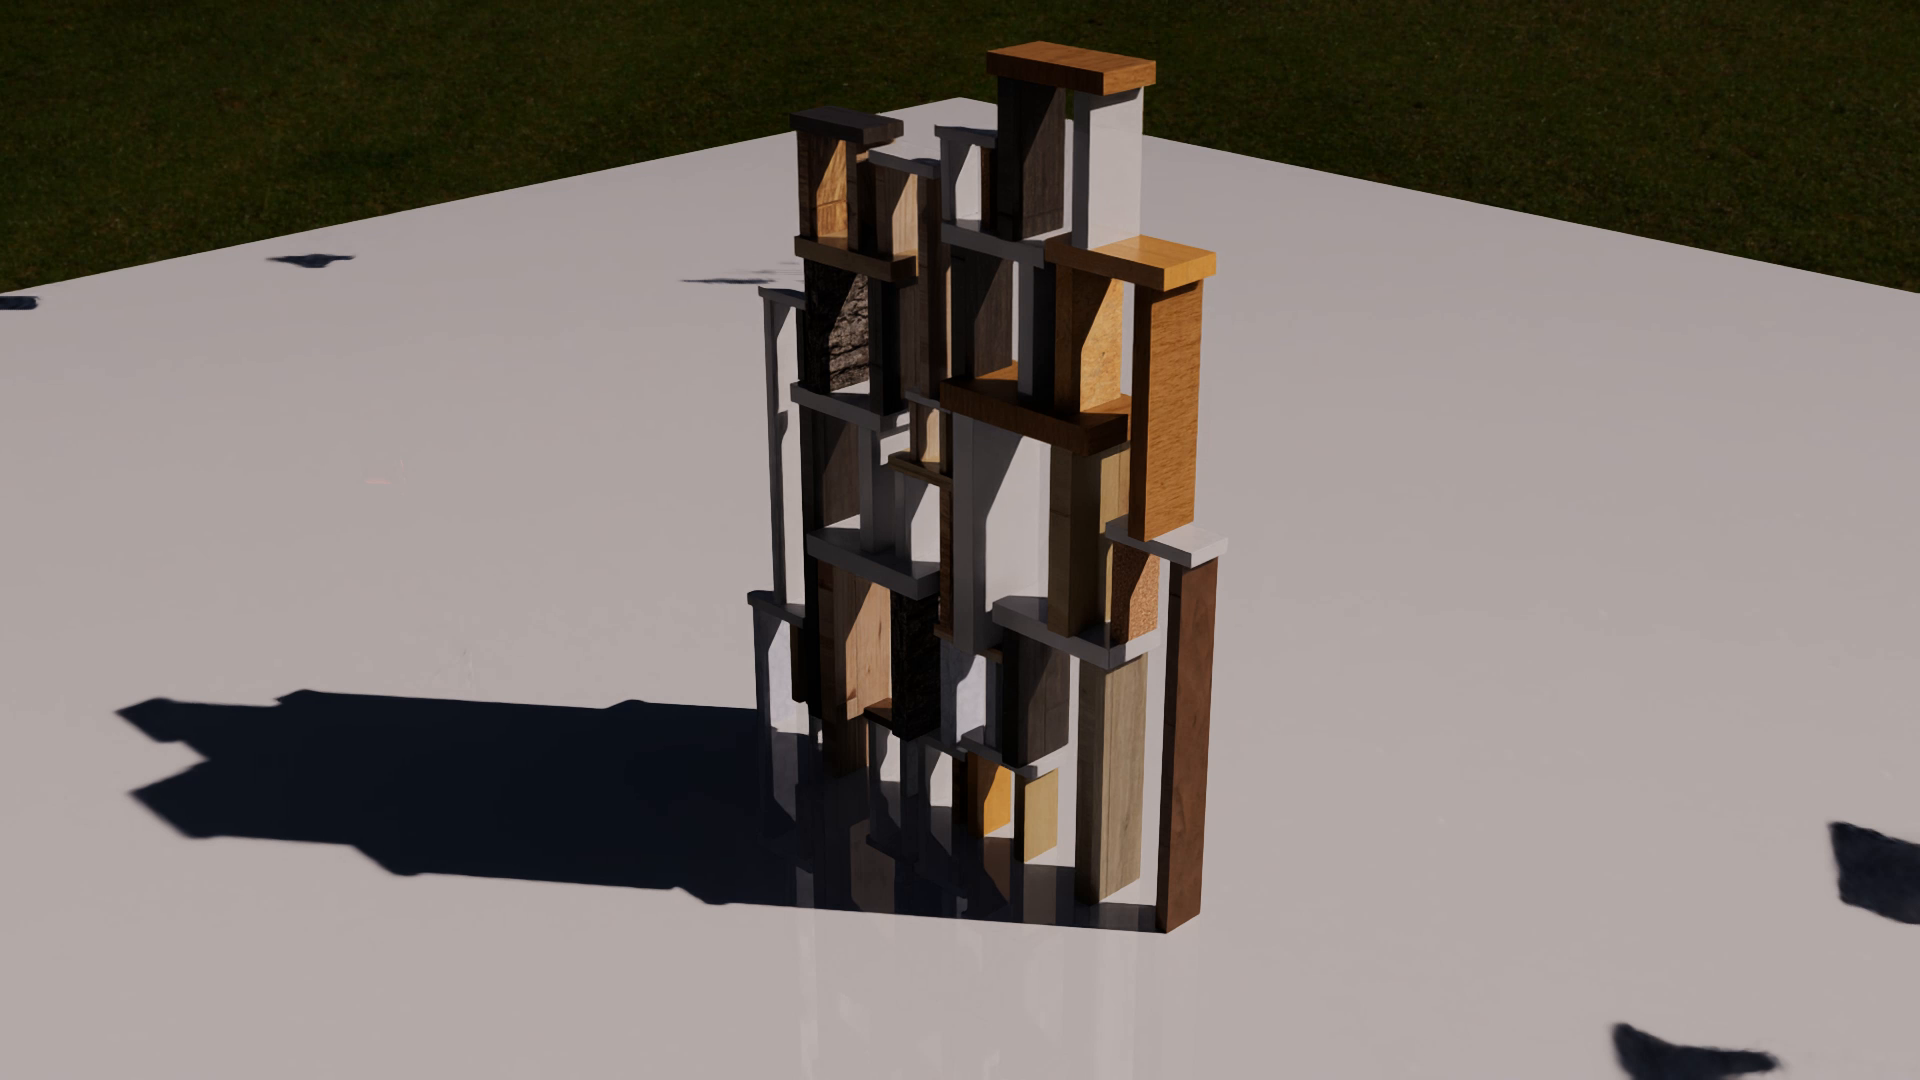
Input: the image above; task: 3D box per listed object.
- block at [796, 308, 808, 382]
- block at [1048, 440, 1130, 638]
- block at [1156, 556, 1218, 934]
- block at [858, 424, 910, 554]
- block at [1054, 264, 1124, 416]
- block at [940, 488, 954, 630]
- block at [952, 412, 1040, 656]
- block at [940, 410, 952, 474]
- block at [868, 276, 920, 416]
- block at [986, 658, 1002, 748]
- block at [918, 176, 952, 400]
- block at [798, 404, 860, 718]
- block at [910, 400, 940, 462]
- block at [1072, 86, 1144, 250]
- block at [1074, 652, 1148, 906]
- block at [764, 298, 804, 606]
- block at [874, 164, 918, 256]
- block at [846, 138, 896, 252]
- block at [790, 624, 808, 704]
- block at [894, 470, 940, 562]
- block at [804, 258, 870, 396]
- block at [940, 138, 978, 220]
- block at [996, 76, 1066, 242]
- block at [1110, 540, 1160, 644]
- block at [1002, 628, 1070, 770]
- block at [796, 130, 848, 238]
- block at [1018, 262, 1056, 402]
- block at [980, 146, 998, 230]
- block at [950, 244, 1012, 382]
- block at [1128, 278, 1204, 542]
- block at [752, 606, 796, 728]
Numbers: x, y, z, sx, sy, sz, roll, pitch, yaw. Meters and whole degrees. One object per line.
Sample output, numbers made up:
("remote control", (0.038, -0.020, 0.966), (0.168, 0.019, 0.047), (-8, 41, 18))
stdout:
("block", (-0.290, -0.397, 4.376), (0.021, 0.148, 0.074), (22, 32, 40))
("block", (0.239, -0.021, 3.953), (0.180, 0.359, 0.051), (-21, 31, -41))
("block", (0.405, 0.367, 3.947), (0.028, 0.741, 0.098), (21, 31, 41))
("block", (-0.138, -0.115, 4.331), (0.037, 0.261, 0.130), (21, 31, 41))
("block", (0.225, -0.363, 3.829), (0.038, 0.266, 0.133), (21, 31, 40))
("block", (0.004, 0.025, 4.230), (0.094, 0.291, 0.027), (-21, 31, -40))
("block", (0.068, -0.032, 4.128), (0.051, 0.475, 0.180), (21, 31, 40))
("block", (-0.011, -0.192, 4.144), (0.061, 0.122, 0.017), (-21, 31, -40))
("block", (-0.112, -0.382, 4.185), (0.038, 0.269, 0.135), (21, 31, 40))
("block", (0.091, 0.301, 4.257), (0.026, 0.185, 0.093), (21, 31, 40))
("block", (-0.037, -0.471, 4.060), (0.085, 0.422, 0.024), (-21, 31, -39))
("block", (-0.261, 0.035, 4.529), (0.037, 0.690, 0.131), (21, 31, 41))
("block", (-0.068, -0.215, 4.198), (0.061, 0.122, 0.017), (-21, 31, -40))
("block", (0.247, -0.628, 3.680), (0.131, 0.263, 0.037), (-22, 32, -40))
("block", (0.281, 0.432, 4.097), (0.041, 0.505, 0.144), (21, 31, 41))
("block", (-0.360, -0.184, 4.543), (0.021, 0.670, 0.074), (21, 31, 41))
("block", (-0.116, -0.619, 4.083), (0.024, 0.170, 0.085), (20, 31, 41))
("block", (-0.165, -0.652, 4.116), (0.029, 0.204, 0.102), (22, 32, 40))
("block", (-0.318, 0.249, 4.678), (0.025, 0.180, 0.090), (21, 31, 41))
("block", (-0.083, -0.058, 4.292), (0.094, 0.187, 0.027), (-21, 31, -41))
("block", (-0.239, -0.431, 4.302), (0.038, 0.269, 0.135), (21, 31, 40))
("block", (-0.001, -0.652, 3.934), (0.021, 0.146, 0.073), (18, 29, 40))
("block", (0.123, -0.668, 3.797), (0.037, 0.282, 0.131), (21, 31, 40))
("block", (0.313, 0.080, 3.925), (0.098, 0.195, 0.028), (-21, 31, -41))
("block", (0.146, 0.278, 4.180), (0.041, 0.287, 0.144), (21, 31, 41))
("block", (-0.261, -0.688, 4.205), (0.029, 0.204, 0.102), (22, 32, 40))
("block", (0.158, -0.379, 3.889), (0.035, 0.249, 0.125), (21, 31, 40))
("block", (0.070, -0.625, 3.872), (0.021, 0.146, 0.073), (20, 31, 41))
("block", (0.040, -0.425, 3.997), (0.035, 0.249, 0.125), (21, 31, 40))
("block", (0.350, -0.228, 3.750), (0.038, 0.453, 0.133), (21, 31, 41))
("block", (-0.403, 0.263, 4.777), (0.025, 0.284, 0.090), (21, 31, 41))
